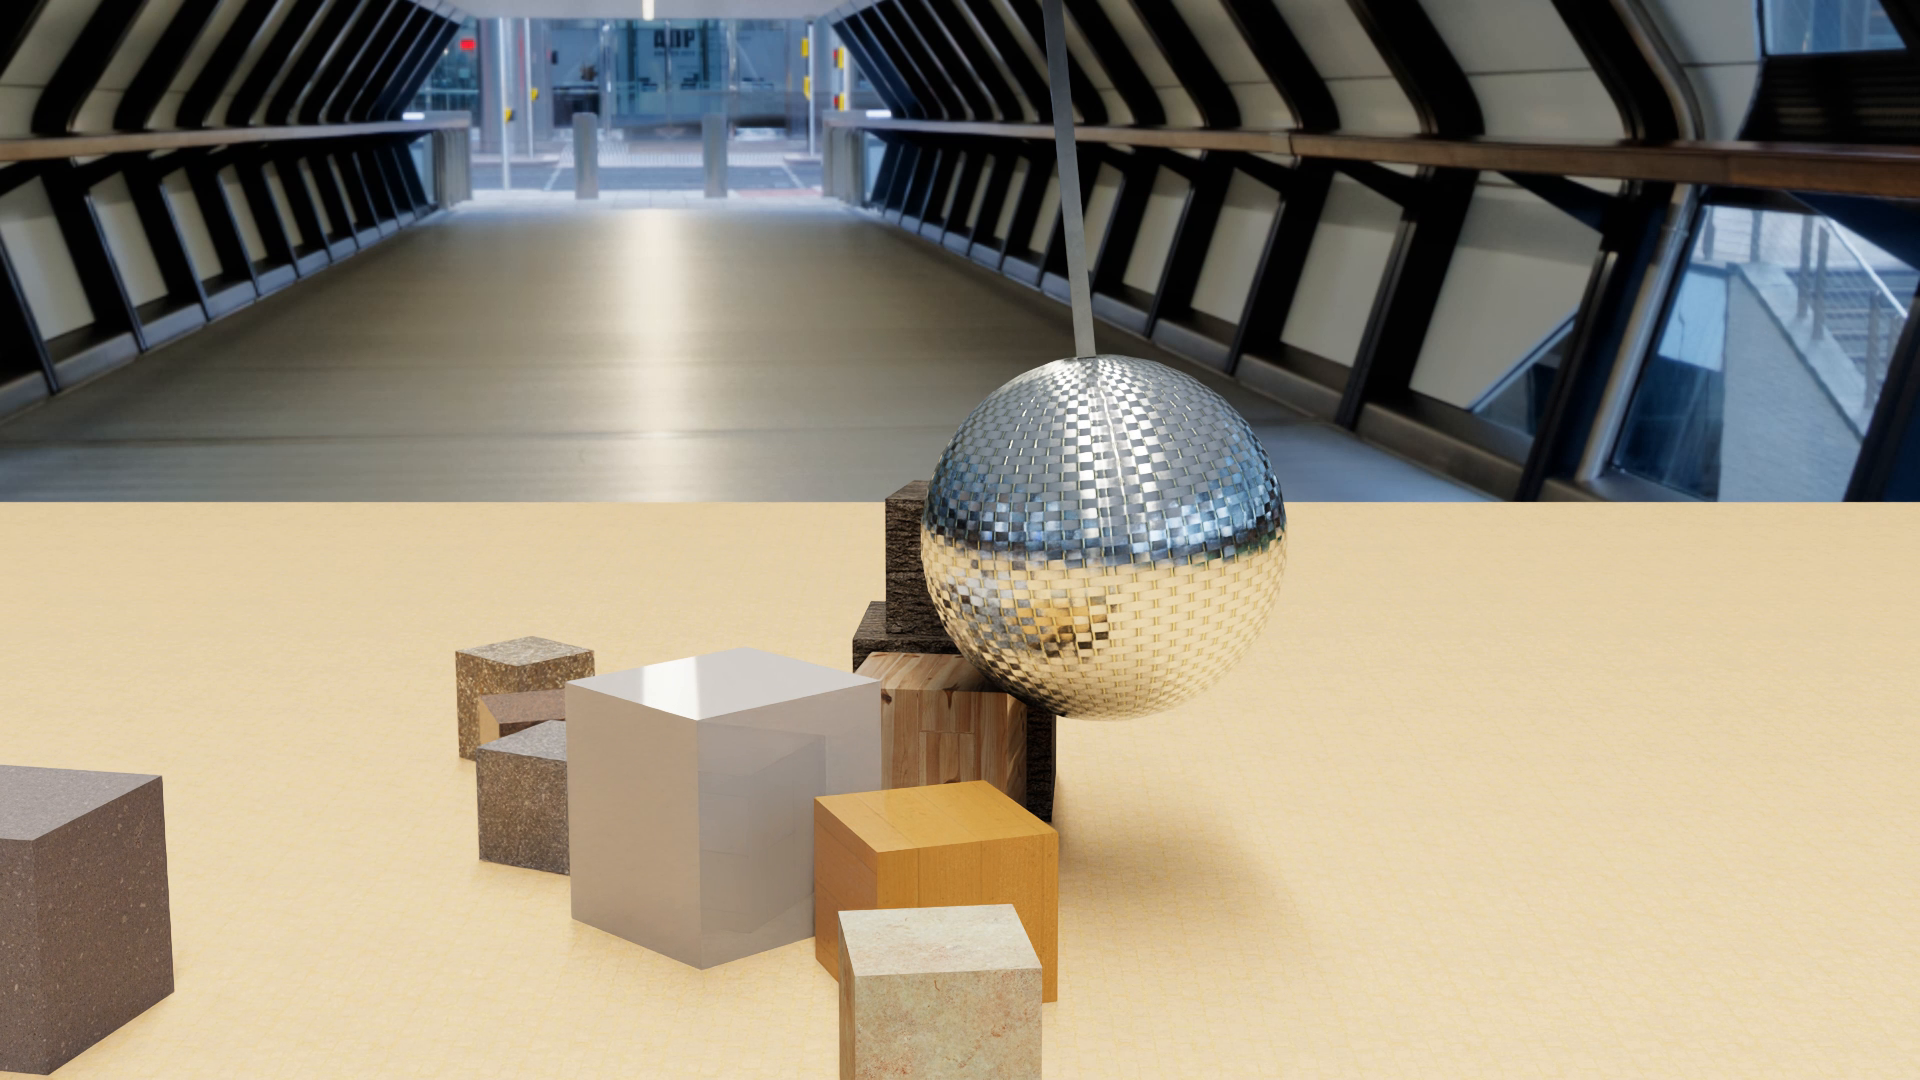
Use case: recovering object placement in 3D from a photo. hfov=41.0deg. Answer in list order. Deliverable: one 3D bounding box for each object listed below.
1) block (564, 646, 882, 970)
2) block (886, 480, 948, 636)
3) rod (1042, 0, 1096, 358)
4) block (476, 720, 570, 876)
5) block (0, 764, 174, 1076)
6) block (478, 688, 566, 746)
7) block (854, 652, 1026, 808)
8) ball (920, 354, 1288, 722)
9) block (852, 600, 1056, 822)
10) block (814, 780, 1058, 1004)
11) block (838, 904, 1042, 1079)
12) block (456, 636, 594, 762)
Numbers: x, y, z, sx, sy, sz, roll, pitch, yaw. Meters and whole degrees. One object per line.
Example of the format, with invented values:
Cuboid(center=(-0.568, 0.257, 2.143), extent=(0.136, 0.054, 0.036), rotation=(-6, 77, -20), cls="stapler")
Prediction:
Cuboid(center=(-0.983, 1.088, 10.726), extent=(0.964, 1.022, 0.885), rotation=(-10, 14, -43), cls="block")
Cuboid(center=(0.018, 0.087, 12.380), extent=(0.631, 0.650, 0.584), rotation=(2, 11, 12), cls="block")
Cuboid(center=(0.271, -3.335, 10.574), extent=(0.080, 5.200, 0.080), rotation=(-6, 10, 1), cls="rod")
Cuboid(center=(-1.818, 1.165, 11.686), extent=(0.509, 0.526, 0.568), rotation=(5, 12, 27), cls="block")
Cuboid(center=(-3.570, 1.382, 9.544), extent=(0.881, 0.867, 0.869), rotation=(2, 11, 13), cls="block")
Cuboid(center=(-1.948, 1.046, 12.340), extent=(0.620, 0.527, 0.580), rotation=(-4, 11, -19), cls="block")
Cuboid(center=(-0.104, 1.003, 11.752), extent=(0.736, 0.821, 0.715), rotation=(2, 10, 8), cls="block")
Cuboid(center=(0.626, -0.008, 11.179), extent=(1.600, 1.600, 1.600), rotation=(0, 10, 0), cls="ball")
Cuboid(center=(-0.009, 0.824, 12.589), extent=(0.944, 0.875, 0.902), rotation=(1, 10, 4), cls="block")
Cuboid(center=(-0.103, 1.395, 10.014), extent=(0.725, 0.672, 0.784), rotation=(-4, 11, -20), cls="block")
Cuboid(center=(-0.078, 1.653, 8.772), extent=(0.618, 0.608, 0.663), rotation=(-1, 10, -7), cls="block")
Cuboid(center=(-2.249, 0.850, 13.310), extent=(0.517, 0.566, 0.497), rotation=(9, 14, 42), cls="block")
